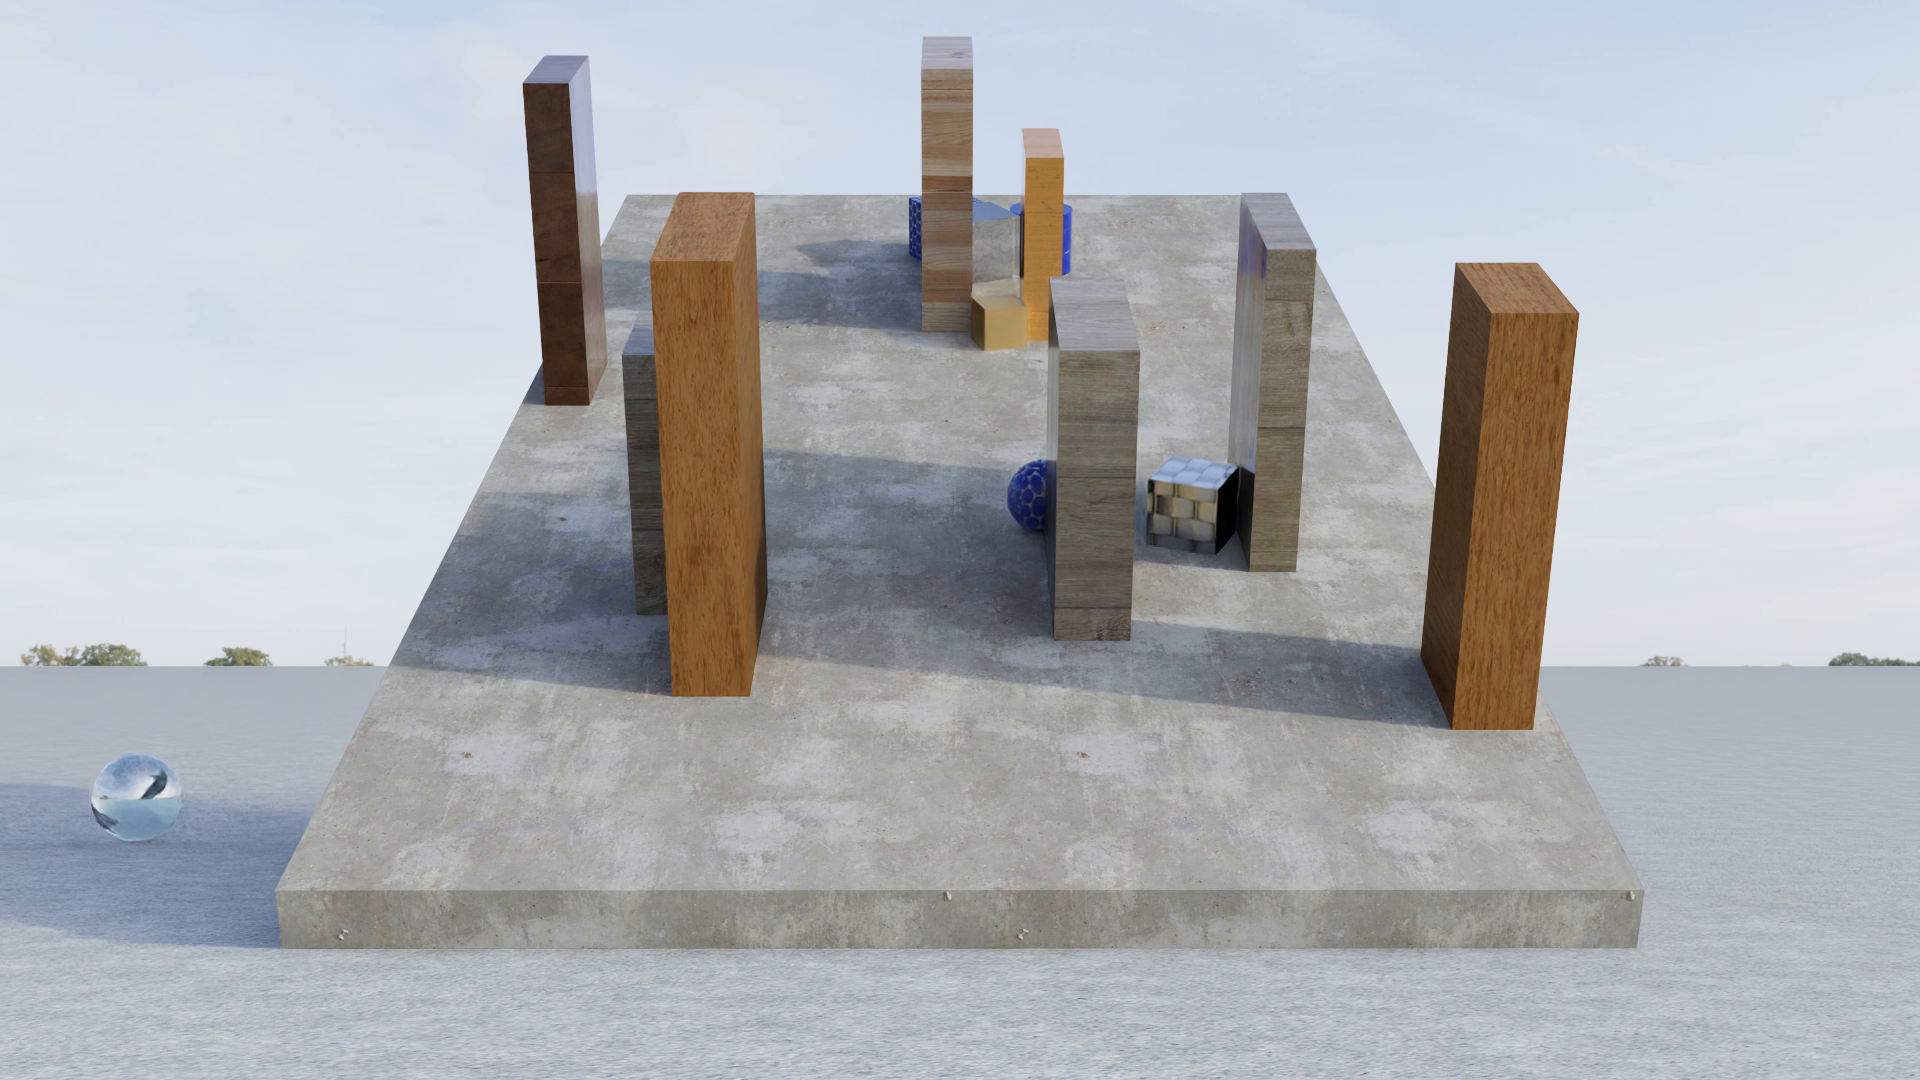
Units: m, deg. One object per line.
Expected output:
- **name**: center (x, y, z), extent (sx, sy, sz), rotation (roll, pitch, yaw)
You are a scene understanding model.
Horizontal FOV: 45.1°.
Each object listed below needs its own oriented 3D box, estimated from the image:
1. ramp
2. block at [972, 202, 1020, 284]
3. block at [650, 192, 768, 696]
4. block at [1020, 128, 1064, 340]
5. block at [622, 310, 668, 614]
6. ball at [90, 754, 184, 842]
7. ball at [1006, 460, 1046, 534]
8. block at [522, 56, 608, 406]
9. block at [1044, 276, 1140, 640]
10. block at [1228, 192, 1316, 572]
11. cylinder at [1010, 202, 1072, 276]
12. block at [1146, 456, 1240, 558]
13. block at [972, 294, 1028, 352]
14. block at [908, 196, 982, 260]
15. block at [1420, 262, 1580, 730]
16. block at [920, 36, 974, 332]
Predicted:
- **ramp**: center (-0.007, -0.225, 5.235), extent (2.000, 0.100, 4.000), rotation (0, 23, 0)
- **block**: center (0.046, -0.803, 6.250), extent (0.169, 0.169, 0.169), rotation (-12, 26, -26)
- **block**: center (-0.425, -0.170, 3.994), extent (0.132, 0.769, 0.431), rotation (0, 23, 0)
- **block**: center (0.203, -0.769, 5.797), extent (0.094, 0.461, 0.313), rotation (0, 23, 0)
- **block**: center (-0.550, -0.144, 4.272), extent (0.089, 0.502, 0.261), rotation (0, 23, 0)
- **ball**: center (-1.928, 0.604, 5.417), extent (0.205, 0.205, 0.205), rotation (0, -3, 0)
- **ball**: center (0.165, -0.086, 4.595), extent (0.146, 0.146, 0.146), rotation (0, -3, 0)
- **block**: center (-0.899, -0.708, 5.292), extent (0.101, 0.741, 0.305), rotation (0, 23, 0)
- **block**: center (0.237, -0.157, 4.247), extent (0.137, 0.547, 0.440), rotation (0, 23, 0)
- **block**: center (0.600, -0.312, 4.498), extent (0.090, 0.638, 0.408), rotation (0, 23, 0)
- **cylinder**: center (0.219, -0.817, 6.283), extent (0.170, 0.170, 0.170), rotation (0, 23, 0)
- **block**: center (0.459, -0.068, 4.558), extent (0.142, 0.142, 0.142), rotation (10, 25, 21)
- **block**: center (0.096, -0.536, 5.698), extent (0.109, 0.109, 0.109), rotation (-7, 24, -16)
- **block**: center (-0.032, -0.857, 6.386), extent (0.162, 0.162, 0.162), rotation (-12, 26, -26)
- **block**: center (0.884, -0.071, 3.826), extent (0.135, 0.722, 0.279), rotation (0, 23, 0)
- **block**: center (-0.032, -0.906, 5.861), extent (0.125, 0.662, 0.407), rotation (0, 23, 0)
